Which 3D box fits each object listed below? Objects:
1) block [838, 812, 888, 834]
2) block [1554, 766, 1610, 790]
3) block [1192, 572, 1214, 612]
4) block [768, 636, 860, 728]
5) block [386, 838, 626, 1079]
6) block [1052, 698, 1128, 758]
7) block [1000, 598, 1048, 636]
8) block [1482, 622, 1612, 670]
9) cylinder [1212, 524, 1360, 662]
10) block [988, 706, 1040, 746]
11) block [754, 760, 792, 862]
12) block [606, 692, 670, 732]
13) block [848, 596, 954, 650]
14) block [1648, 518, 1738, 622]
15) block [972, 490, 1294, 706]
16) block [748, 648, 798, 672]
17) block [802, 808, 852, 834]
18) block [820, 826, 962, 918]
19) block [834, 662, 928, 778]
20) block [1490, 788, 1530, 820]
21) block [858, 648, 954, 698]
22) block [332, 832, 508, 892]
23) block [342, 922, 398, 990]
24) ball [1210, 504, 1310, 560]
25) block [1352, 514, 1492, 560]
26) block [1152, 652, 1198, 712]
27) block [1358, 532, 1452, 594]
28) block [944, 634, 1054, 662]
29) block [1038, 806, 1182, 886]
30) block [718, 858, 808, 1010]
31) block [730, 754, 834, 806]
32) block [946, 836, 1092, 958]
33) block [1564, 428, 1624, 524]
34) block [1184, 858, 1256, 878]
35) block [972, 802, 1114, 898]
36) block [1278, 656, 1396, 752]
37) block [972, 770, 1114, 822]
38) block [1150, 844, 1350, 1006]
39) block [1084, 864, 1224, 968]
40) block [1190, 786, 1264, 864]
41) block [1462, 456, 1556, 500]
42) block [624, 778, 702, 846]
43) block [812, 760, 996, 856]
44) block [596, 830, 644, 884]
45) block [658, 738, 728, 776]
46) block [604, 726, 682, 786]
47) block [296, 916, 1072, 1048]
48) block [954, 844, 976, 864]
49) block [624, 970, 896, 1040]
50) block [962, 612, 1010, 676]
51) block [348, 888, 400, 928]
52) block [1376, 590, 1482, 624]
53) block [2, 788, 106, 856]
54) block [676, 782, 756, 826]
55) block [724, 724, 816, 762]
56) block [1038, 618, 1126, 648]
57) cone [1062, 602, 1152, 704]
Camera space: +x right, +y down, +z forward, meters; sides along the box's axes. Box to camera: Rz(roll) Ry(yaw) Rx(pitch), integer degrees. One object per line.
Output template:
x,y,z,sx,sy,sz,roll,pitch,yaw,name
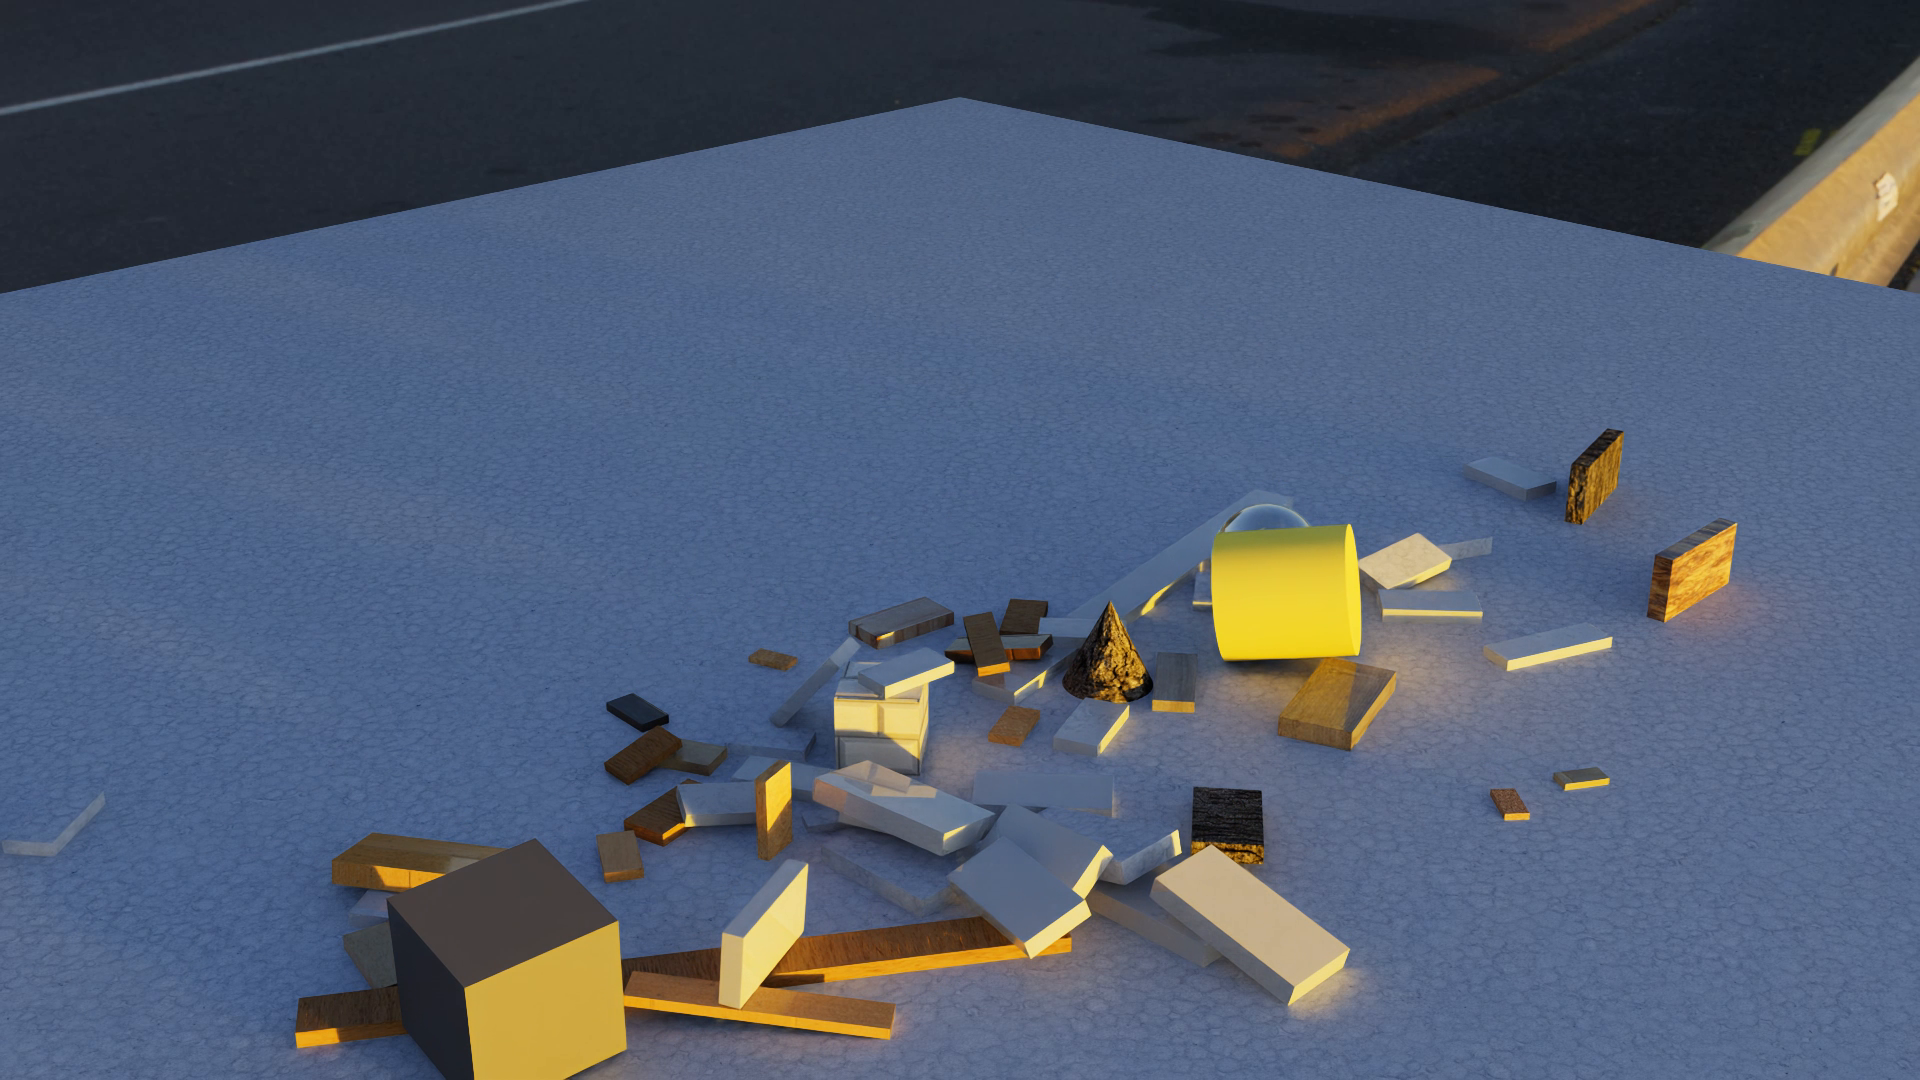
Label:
-0.127,0.549,4.337,0.203,0.029,0.101,12,16,15,block
1.292,0.496,4.573,0.101,0.014,0.050,-6,24,-13,block
0.624,0.129,5.424,0.091,0.026,0.183,3,23,7,block
-0.315,0.310,4.780,0.032,0.229,0.114,45,30,0,block
-0.751,0.723,3.655,0.275,0.275,0.275,-20,36,-33,block
0.285,0.405,4.769,0.101,0.029,0.202,9,25,21,block
0.153,0.193,5.272,0.092,0.026,0.184,4,23,9,block
1.374,0.248,5.143,0.301,0.026,0.090,-10,25,-23,block
0.749,0.122,5.033,0.299,0.299,0.299,-4,21,16,cylinder
0.119,0.404,4.783,0.070,0.020,0.140,8,24,19,block
-0.363,0.528,4.292,0.025,0.176,0.088,12,26,25,block
-0.710,0.380,4.841,0.070,0.020,0.140,-19,29,-38,block
-0.140,0.197,5.254,0.229,0.032,0.114,-17,28,-35,block
1.793,0.072,5.383,0.046,0.163,0.327,21,31,40,block
0.464,0.114,5.450,0.114,0.032,1.399,15,27,31,block
-0.433,0.277,5.090,0.101,0.014,0.050,12,26,26,block
-0.258,0.561,4.419,0.111,0.016,0.055,-7,24,-16,block
-0.121,0.629,4.228,0.282,0.040,0.141,21,31,40,block
-0.164,0.378,4.645,0.177,0.177,0.177,2,23,5,block
1.119,0.538,4.476,0.050,0.014,0.101,-2,23,-4,block
-0.113,0.278,4.621,0.184,0.026,0.092,-18,29,-37,block
-1.006,0.624,4.191,0.330,0.046,0.164,5,12,11,block
-1.026,0.754,3.948,0.100,0.028,0.200,-14,27,-30,block
0.741,0.044,5.317,0.266,0.266,0.266,0,23,0,ball
1.037,0.030,5.630,0.653,0.046,0.163,-9,24,-20,block
0.487,0.320,4.972,0.092,0.026,0.245,3,23,7,block
1.104,0.064,5.500,0.236,0.033,0.118,-22,48,-32,block
0.089,0.248,5.077,0.234,0.026,0.091,-3,18,24,block
0.244,0.584,4.228,0.164,0.047,0.329,-22,18,-41,block
-0.344,0.688,3.863,0.040,0.141,0.282,11,22,16,block
-0.328,0.501,4.543,0.272,0.029,0.101,8,24,18,block
0.105,0.652,4.037,0.138,0.039,0.275,-32,32,-18,block
1.721,-0.174,5.962,0.046,0.163,0.327,14,26,29,block
0.511,0.652,4.191,0.090,0.026,0.181,-10,25,-23,block
0.152,0.599,4.150,0.275,0.039,0.138,18,67,51,block
0.835,0.359,4.855,0.164,0.046,0.328,11,25,25,block
0.169,0.525,4.473,0.282,0.040,0.141,2,23,4,block
0.521,0.690,3.969,0.164,0.047,0.329,-22,46,-41,block
0.380,0.679,4.101,0.164,0.047,0.328,-21,31,-40,block
0.528,0.562,4.345,0.138,0.039,0.275,3,16,6,block
1.529,-0.173,6.125,0.118,0.033,0.236,-15,27,-31,block
-0.572,0.548,4.432,0.101,0.029,0.202,14,27,30,block
-0.111,0.521,4.302,0.328,0.046,0.164,18,18,34,block
-0.663,0.616,4.283,0.075,0.021,0.149,-6,24,-14,block
-0.592,0.454,4.658,0.176,0.025,0.088,8,24,19,block
-0.665,0.451,4.616,0.075,0.021,0.149,27,48,36,block
-0.472,0.771,3.905,1.358,0.030,0.104,-5,23,-11,block
0.012,0.607,4.262,0.016,0.055,0.111,-35,21,11,block
-0.346,0.802,3.797,0.464,0.021,0.075,6,23,4,block
0.059,0.236,5.054,0.070,0.020,0.382,-11,16,-2,block
-1.022,0.692,4.094,0.200,0.028,0.100,5,23,11,block
1.138,0.162,5.337,0.236,0.033,0.118,1,23,3,block
-1.810,0.563,4.397,0.104,0.030,0.209,3,23,7,block
-0.462,0.530,4.424,0.202,0.029,0.101,0,31,-19,block
-0.406,0.433,4.708,0.176,0.025,0.088,5,23,11,block
0.285,0.218,5.126,0.202,0.029,0.101,2,23,5,block
0.335,0.230,4.955,0.207,0.207,0.207,0,23,0,cone
